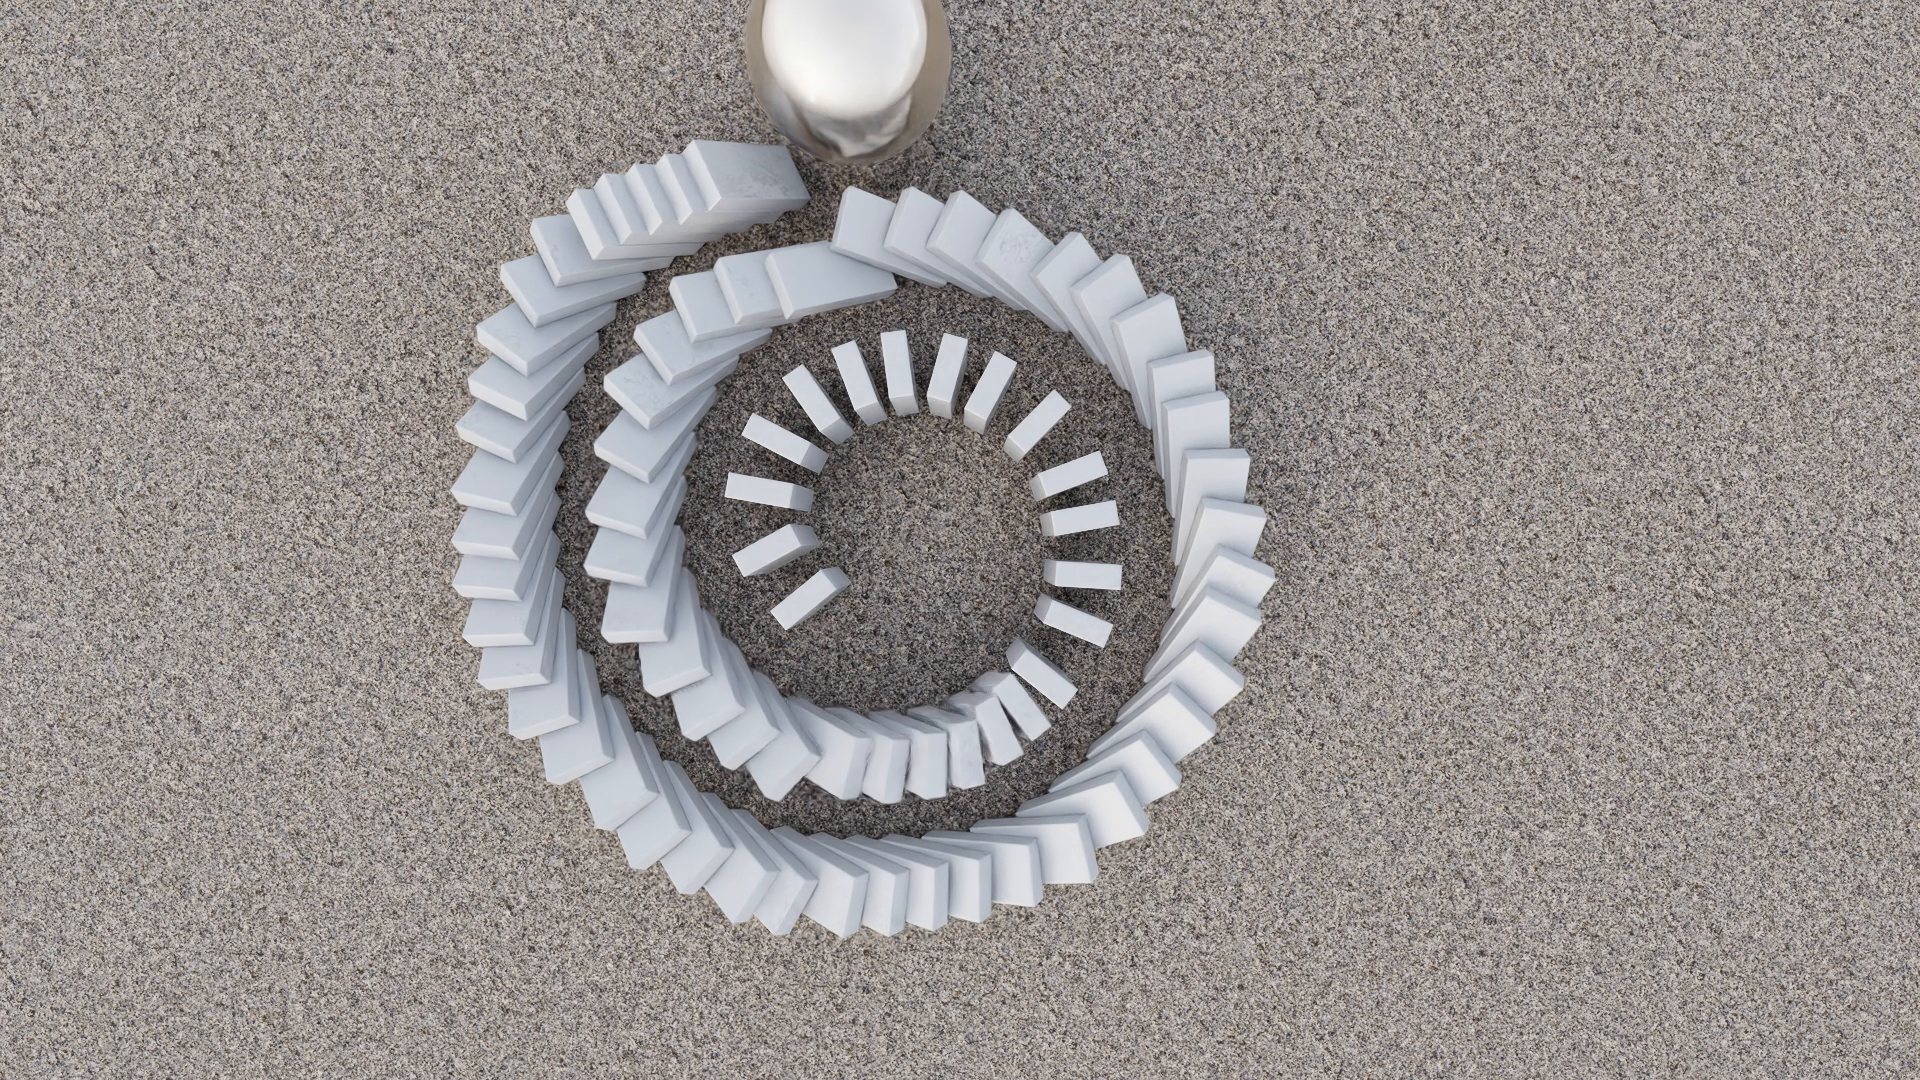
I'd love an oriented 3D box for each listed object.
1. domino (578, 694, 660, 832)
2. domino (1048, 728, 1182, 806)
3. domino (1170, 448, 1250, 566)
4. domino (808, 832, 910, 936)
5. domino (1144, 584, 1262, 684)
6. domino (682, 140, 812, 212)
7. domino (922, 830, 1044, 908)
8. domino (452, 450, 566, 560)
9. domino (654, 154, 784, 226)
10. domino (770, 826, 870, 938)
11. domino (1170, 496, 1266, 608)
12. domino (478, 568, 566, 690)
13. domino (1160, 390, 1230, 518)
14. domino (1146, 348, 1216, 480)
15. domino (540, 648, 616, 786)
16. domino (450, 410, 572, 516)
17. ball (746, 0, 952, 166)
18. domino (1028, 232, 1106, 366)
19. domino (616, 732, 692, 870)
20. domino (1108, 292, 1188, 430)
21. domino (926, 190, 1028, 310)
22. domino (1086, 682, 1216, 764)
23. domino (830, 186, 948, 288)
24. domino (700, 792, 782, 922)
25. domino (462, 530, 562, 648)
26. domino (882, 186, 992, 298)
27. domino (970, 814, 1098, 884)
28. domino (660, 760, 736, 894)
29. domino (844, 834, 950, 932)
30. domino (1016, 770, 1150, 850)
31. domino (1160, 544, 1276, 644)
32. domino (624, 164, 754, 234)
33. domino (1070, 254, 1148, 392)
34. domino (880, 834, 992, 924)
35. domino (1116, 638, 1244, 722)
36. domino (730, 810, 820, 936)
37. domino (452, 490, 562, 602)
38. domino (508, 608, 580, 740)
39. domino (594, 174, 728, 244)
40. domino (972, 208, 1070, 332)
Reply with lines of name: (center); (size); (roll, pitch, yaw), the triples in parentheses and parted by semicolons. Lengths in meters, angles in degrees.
domino: (-0.147, 0.092, 0.383); (0.025, 0.010, 0.050); (-37, 59, 0)
domino: (0.065, 0.102, 0.384); (0.050, 0.009, 0.025); (-38, 90, 28)
domino: (0.104, -0.013, 0.383); (0.025, 0.010, 0.050); (-1, 120, 0)
domino: (-0.044, 0.142, 0.381); (0.050, 0.009, 0.025); (8, 93, 36)
domino: (0.100, 0.044, 0.382); (0.025, 0.009, 0.050); (26, 121, -3)
domino: (-0.087, -0.150, 0.378); (0.009, 0.050, 0.025); (-26, 90, 40)
domino: (0.009, 0.137, 0.384); (0.050, 0.010, 0.025); (-5, 90, 28)
domino: (-0.187, -0.016, 0.382); (0.025, 0.009, 0.050); (7, 57, 3)
domino: (-0.098, -0.144, 0.378); (0.010, 0.050, 0.025); (-26, 90, 40)
domino: (-0.061, 0.141, 0.381); (0.050, 0.009, 0.025); (14, 94, 35)
domino: (0.107, 0.008, 0.383); (0.025, 0.009, 0.050); (10, 122, 0)
domino: (-0.182, 0.036, 0.382); (0.025, 0.009, 0.050); (-7, 57, 0)
domino: (0.099, -0.035, 0.382); (0.025, 0.010, 0.050); (-11, 121, -1)
domino: (0.094, -0.052, 0.384); (0.025, 0.010, 0.050); (-13, 119, 0)
domino: (-0.163, 0.074, 0.384); (0.025, 0.010, 0.050); (-25, 62, 0)
domino: (-0.186, -0.035, 0.382); (0.025, 0.010, 0.050); (13, 57, 4)
ball: (-0.043, -0.190, 0.360); (0.080, 0.080, 0.080); (0, 90, 0)
domino: (0.054, -0.101, 0.384); (0.025, 0.010, 0.050); (-45, 119, 0)
domino: (-0.133, 0.108, 0.383); (0.025, 0.010, 0.050); (-38, 58, 1)
domino: (0.082, -0.074, 0.382); (0.025, 0.010, 0.050); (-26, 121, -4)
domino: (0.012, -0.120, 0.382); (0.050, 0.010, 0.025); (27, 86, -30)
domino: (0.080, 0.084, 0.384); (0.025, 0.010, 0.050); (43, 119, 0)
domino: (-0.027, -0.127, 0.385); (0.050, 0.010, 0.025); (13, 90, -24)
domino: (-0.099, 0.131, 0.382); (0.050, 0.010, 0.025); (35, 93, 33)
domino: (-0.186, 0.020, 0.382); (0.025, 0.010, 0.050); (-2, 56, 2)
domino: (-0.005, -0.124, 0.384); (0.050, 0.009, 0.025); (19, 90, -29)
domino: (0.031, 0.130, 0.384); (0.050, 0.009, 0.025); (-13, 91, 28)
domino: (-0.117, 0.119, 0.383); (0.025, 0.010, 0.050); (-47, 58, 0)
domino: (-0.028, 0.142, 0.381); (0.050, 0.010, 0.025); (3, 91, 36)
domino: (0.051, 0.116, 0.383); (0.050, 0.009, 0.025); (-28, 93, 30)
domino: (0.107, 0.028, 0.383); (0.025, 0.010, 0.050); (24, 121, -2)
domino: (-0.110, -0.140, 0.378); (0.010, 0.050, 0.025); (-26, 90, 40)
domino: (0.068, -0.090, 0.382); (0.025, 0.009, 0.050); (-38, 122, -4)
domino: (-0.011, 0.140, 0.383); (0.050, 0.010, 0.025); (0, 90, 33)
domino: (0.091, 0.067, 0.383); (0.025, 0.010, 0.050); (39, 120, 0)
domino: (-0.084, 0.138, 0.382); (0.050, 0.009, 0.025); (29, 90, 34)
domino: (-0.188, 0.001, 0.382); (0.025, 0.010, 0.050); (5, 57, 2)
domino: (-0.174, 0.055, 0.383); (0.025, 0.009, 0.050); (-17, 60, 0)
domino: (-0.122, -0.136, 0.378); (0.009, 0.050, 0.025); (-26, 90, 40)
domino: (0.032, -0.112, 0.383); (0.050, 0.009, 0.025); (32, 87, -30)
